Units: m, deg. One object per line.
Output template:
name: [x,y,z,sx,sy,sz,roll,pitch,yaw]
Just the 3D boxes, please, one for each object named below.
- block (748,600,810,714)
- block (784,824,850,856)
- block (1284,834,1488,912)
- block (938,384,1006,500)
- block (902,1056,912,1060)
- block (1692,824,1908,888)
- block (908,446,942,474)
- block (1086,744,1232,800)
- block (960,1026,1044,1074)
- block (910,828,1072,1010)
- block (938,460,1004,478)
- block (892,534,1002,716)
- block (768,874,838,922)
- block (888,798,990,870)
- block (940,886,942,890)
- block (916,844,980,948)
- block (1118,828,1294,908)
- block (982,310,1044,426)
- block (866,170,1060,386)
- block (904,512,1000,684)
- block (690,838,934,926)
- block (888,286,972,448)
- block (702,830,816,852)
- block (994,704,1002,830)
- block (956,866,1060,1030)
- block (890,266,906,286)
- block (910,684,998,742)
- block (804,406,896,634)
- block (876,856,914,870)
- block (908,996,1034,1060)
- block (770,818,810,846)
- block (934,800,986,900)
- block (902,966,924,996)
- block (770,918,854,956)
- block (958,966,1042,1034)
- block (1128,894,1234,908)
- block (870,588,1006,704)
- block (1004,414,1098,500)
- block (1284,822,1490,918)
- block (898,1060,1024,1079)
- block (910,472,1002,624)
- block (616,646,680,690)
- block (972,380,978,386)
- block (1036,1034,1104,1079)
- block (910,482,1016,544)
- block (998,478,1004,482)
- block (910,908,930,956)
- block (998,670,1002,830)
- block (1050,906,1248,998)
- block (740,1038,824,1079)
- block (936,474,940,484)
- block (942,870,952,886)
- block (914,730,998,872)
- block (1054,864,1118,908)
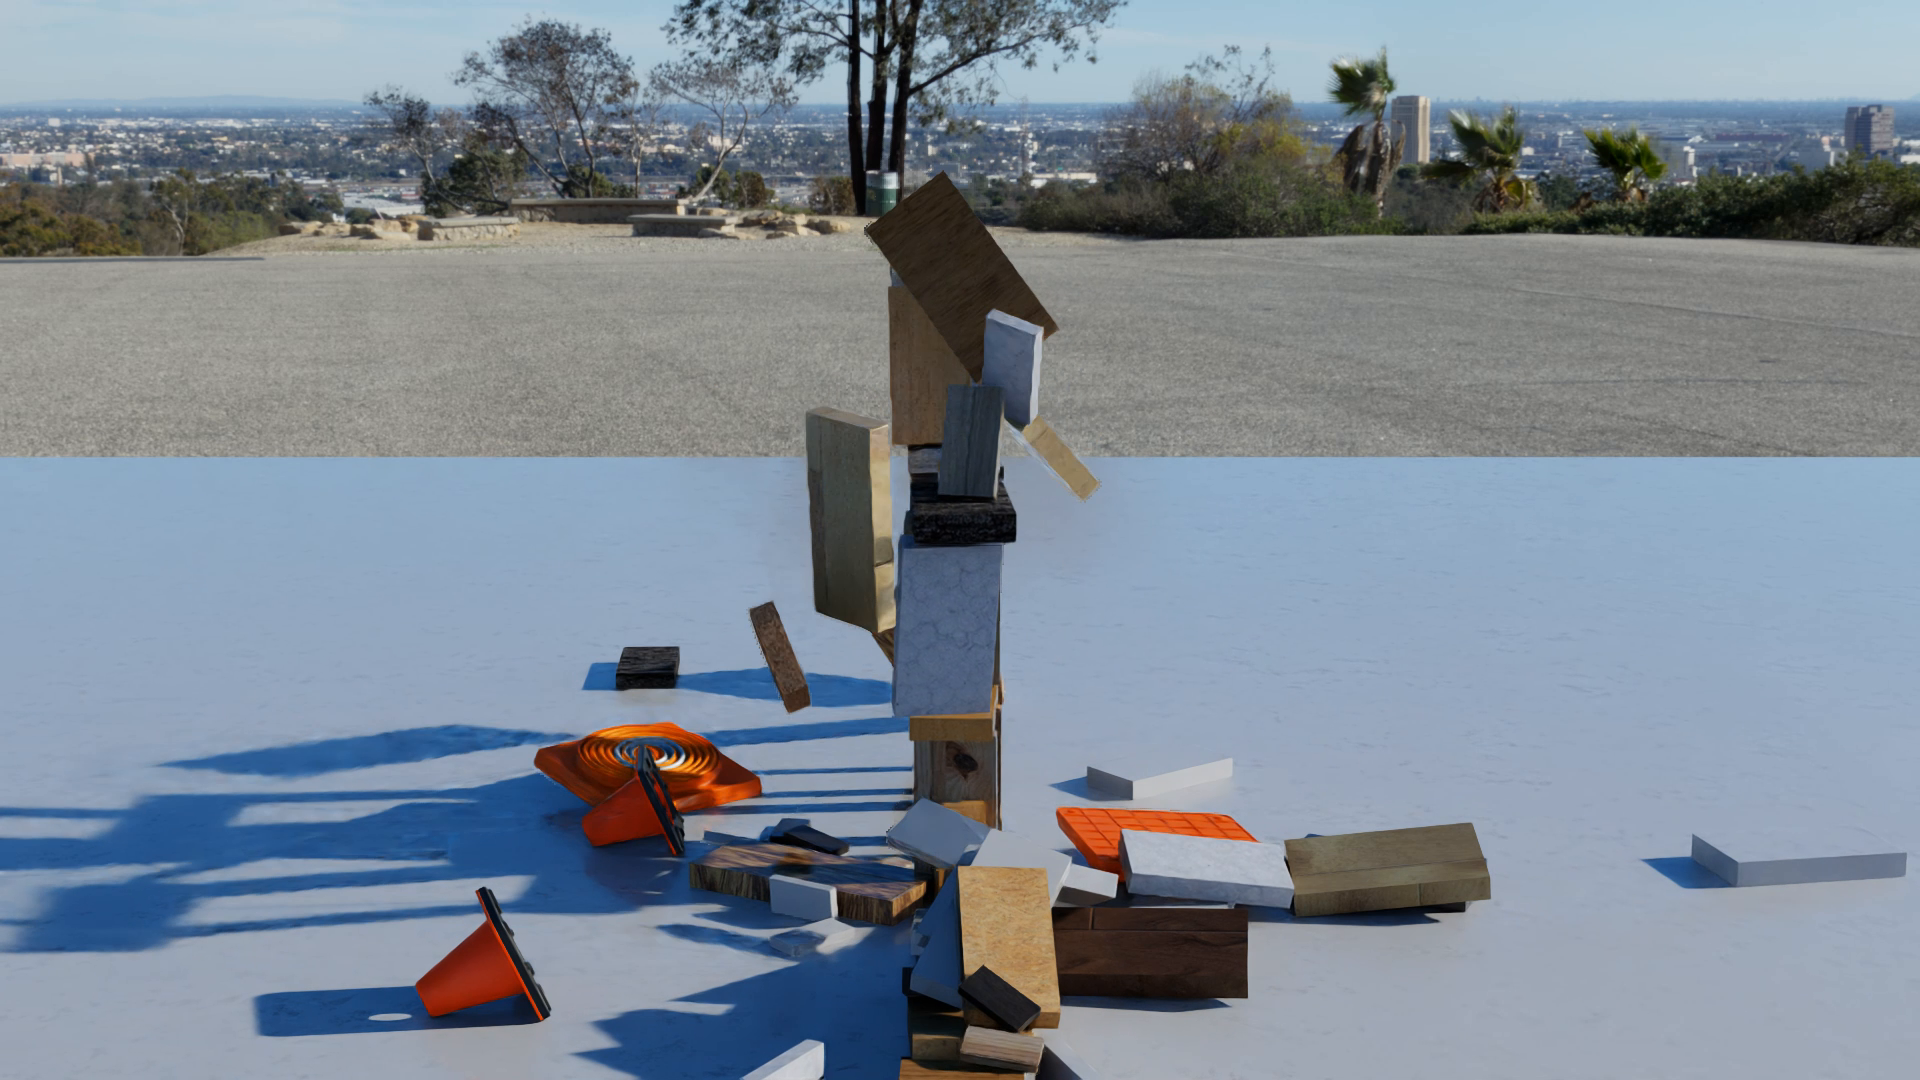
block: [-0.326,0.217,4.000,0.046,0.162,0.324,-22,-8,-7]
block: [-0.254,0.533,3.887,0.106,0.015,0.053,18,19,32]
block: [0.716,0.560,3.712,0.311,0.044,0.156,5,12,25]
block: [0.020,-0.157,3.539,0.091,0.182,0.026,3,-11,13]
block: [0.004,0.735,2.766,0.157,0.044,0.313,0,11,-1]
block: [1.446,0.544,3.796,0.311,0.044,0.156,-2,11,-10]
block: [-0.023,-0.170,4.072,0.148,0.042,0.297,-3,10,-1]
block: [0.392,0.452,4.308,0.265,0.037,0.132,-8,13,-37]
block: [0.053,0.645,2.785,0.099,0.014,0.050,7,33,9]
block: [0.045,0.525,3.029,0.123,0.035,0.291,19,41,13]
block: [0.017,-0.117,3.638,0.067,0.019,0.135,-9,13,-17]
block: [-0.023,0.138,3.543,0.157,0.315,0.045,-2,29,-10]
block: [-0.253,0.581,3.550,0.121,0.060,0.017,6,18,31]
block: [-0.014,0.473,3.450,0.182,0.026,0.091,19,50,34]
block: [0.042,0.566,3.533,0.093,0.026,0.186,-2,-8,-20]
block: [0.018,0.511,3.097,0.093,0.026,0.186,15,40,18]
block: [0.395,0.530,3.551,0.265,0.037,0.132,7,23,-7]
block: [0.083,-0.277,3.541,0.091,0.182,0.026,23,46,21]
block: [0.003,-0.433,3.646,0.162,0.324,0.046,-36,-11,5]
block: [-0.011,0.101,3.744,0.157,0.315,0.045,0,29,2]
block: [-0.245,0.568,3.670,0.396,0.043,0.150,6,12,28]
block: [-0.052,-0.312,3.946,0.143,0.286,0.041,-2,-6,4]
block: [-0.338,0.537,3.839,0.226,0.017,0.060,6,-14,28]
block: [0.003,0.422,3.828,0.136,0.272,0.039,0,10,1]
block: [0.062,0.544,2.954,0.123,0.035,0.247,2,40,-6]
block: [-0.020,-0.497,4.060,0.143,0.041,0.286,0,9,14]
block: [-0.008,0.285,3.716,0.136,0.039,0.272,0,10,3]
block: [-0.194,-0.036,3.892,0.162,0.377,0.046,17,27,41]
block: [-0.134,0.565,3.763,0.106,0.015,0.053,-10,15,-44]
block: [0.011,0.664,2.965,0.157,0.044,0.313,0,-2,-3]
block: [-0.306,0.526,3.970,0.053,0.015,0.106,1,11,8]
block: [0.001,0.515,3.621,0.083,0.166,0.023,-4,11,-20]
block: [-0.016,0.627,3.115,0.125,0.035,0.249,0,-13,0]
block: [-0.231,0.622,3.447,0.121,0.017,0.060,-9,14,-41]
block: [0.051,0.597,2.852,0.099,0.014,0.050,32,46,27]
block: [0.336,0.609,3.451,0.150,0.043,0.301,3,11,14]
block: [-0.056,0.234,4.623,0.176,0.353,0.050,-15,42,19]
block: [0.152,-0.216,4.520,0.176,0.050,0.353,43,0,33]
block: [0.698,0.540,3.606,0.311,0.044,0.156,-6,26,4]
block: [-0.001,0.712,2.648,0.157,0.044,0.313,0,11,2]
block: [-0.006,0.012,4.020,0.149,0.297,0.042,-1,12,8]
block: [-0.728,0.298,5.140,0.132,0.037,0.265,-1,11,-5]
block: [-0.007,-0.342,4.110,0.143,0.286,0.041,0,-12,13]
block: [0.145,0.706,2.788,0.027,0.094,0.187,-4,11,-21]
block: [0.001,-0.046,3.556,0.157,0.045,0.315,-1,11,-3]
block: [0.009,-0.050,3.846,0.068,0.019,0.300,-3,-23,-14]
block: [-0.005,0.570,3.196,0.125,0.035,0.249,1,-3,0]
block: [-0.003,0.386,3.926,0.154,0.308,0.044,0,11,0]
block: [0.277,0.612,3.269,0.301,0.043,0.150,-1,30,8]
block: [-0.235,0.708,2.774,0.027,0.094,0.187,5,12,31]
block: [0.008,-0.091,3.622,0.067,0.019,0.135,-2,11,-12]
block: [0.030,0.544,3.328,0.093,0.026,0.259,5,-21,6]
block: [-0.007,0.453,3.660,0.136,0.272,0.039,1,9,4]
block: [0.131,0.529,3.337,0.123,0.035,0.247,16,-21,-17]
